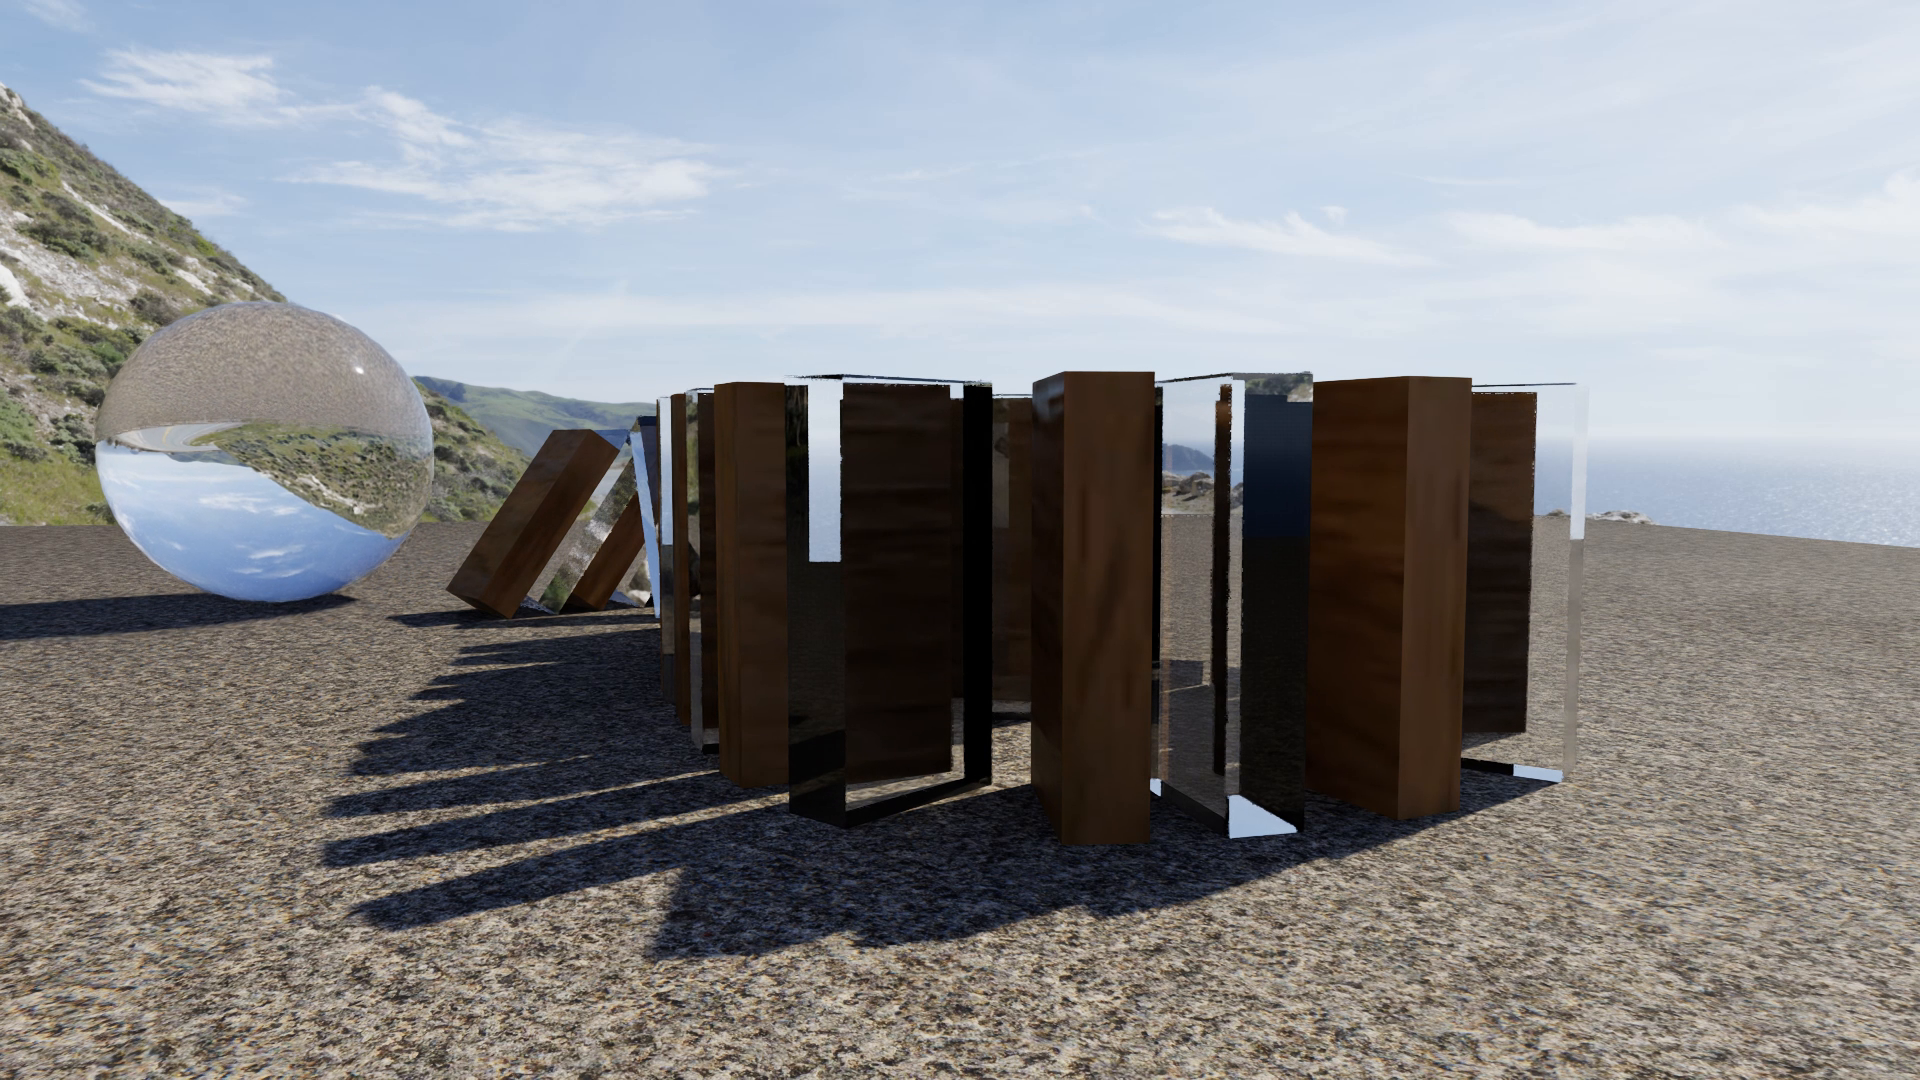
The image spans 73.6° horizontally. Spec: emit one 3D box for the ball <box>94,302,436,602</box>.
[{"bbox_3d":[-0.184,-0.023,0.343,0.080,0.080,0.080,0,4,0],"label":"ball"}]

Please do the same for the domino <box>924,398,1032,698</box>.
[{"bbox_3d":[0.001,0.001,0.220,0.025,0.050,0.009,1,4,11],"label":"domino"}]

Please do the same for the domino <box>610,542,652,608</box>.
[{"bbox_3d":[-0.082,-0.007,0.349,0.009,0.050,0.025,40,-21,-33],"label":"domino"}]

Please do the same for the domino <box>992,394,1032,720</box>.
[{"bbox_3d":[0.000,0.002,0.201,0.025,0.050,0.009,0,4,0],"label":"domino"}]

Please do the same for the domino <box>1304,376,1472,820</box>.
[{"bbox_3d":[0.048,0.006,0.157,0.010,0.050,0.025,-2,5,-25],"label":"domino"}]

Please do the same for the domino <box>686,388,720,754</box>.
[{"bbox_3d":[-0.025,0.004,0.183,0.025,0.050,0.009,-2,5,-21],"label":"domino"}]

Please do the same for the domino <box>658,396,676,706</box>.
[{"bbox_3d":[-0.036,0.001,0.214,0.025,0.050,0.009,-3,5,-34],"label":"domino"}]

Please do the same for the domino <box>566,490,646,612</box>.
[{"bbox_3d":[-0.091,-0.006,0.341,0.010,0.050,0.025,40,-21,-33],"label":"domino"}]

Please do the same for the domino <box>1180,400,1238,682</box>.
[{"bbox_3d":[0.047,0.000,0.240,0.009,0.050,0.025,1,4,11],"label":"domino"}]

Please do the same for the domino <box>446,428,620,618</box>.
[{"bbox_3d":[-0.109,-0.005,0.326,0.010,0.050,0.025,40,-21,-33],"label":"domino"}]

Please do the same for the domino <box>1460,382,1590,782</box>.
[{"bbox_3d":[0.068,0.005,0.171,0.025,0.050,0.010,3,5,35],"label":"domino"}]

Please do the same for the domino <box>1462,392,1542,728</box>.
[{"bbox_3d":[0.073,0.003,0.195,0.025,0.050,0.010,0,4,-3],"label":"domino"}]

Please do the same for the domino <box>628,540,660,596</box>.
[{"bbox_3d":[-0.067,-0.003,0.359,0.050,0.009,0.025,-43,29,-26],"label":"domino"}]

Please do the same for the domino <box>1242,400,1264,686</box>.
[{"bbox_3d":[0.064,0.000,0.229,0.025,0.050,0.009,-3,5,-30],"label":"domino"}]

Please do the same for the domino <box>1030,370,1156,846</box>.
[{"bbox_3d":[0.015,0.007,0.147,0.009,0.050,0.025,0,4,-4],"label":"domino"}]

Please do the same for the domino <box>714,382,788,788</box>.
[{"bbox_3d":[-0.018,0.005,0.167,0.025,0.050,0.010,-2,5,-28],"label":"domino"}]

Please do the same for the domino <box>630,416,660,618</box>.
[{"bbox_3d":[-0.066,-0.006,0.323,0.025,0.050,0.009,-2,-19,-29],"label":"domino"}]

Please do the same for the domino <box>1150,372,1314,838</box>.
[{"bbox_3d":[0.030,0.006,0.150,0.010,0.050,0.025,-1,4,-15],"label":"domino"}]

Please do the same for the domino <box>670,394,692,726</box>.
[{"bbox_3d":[-0.032,0.002,0.201,0.025,0.050,0.010,-1,5,-19],"label":"domino"}]

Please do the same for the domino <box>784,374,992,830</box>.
[{"bbox_3d":[-0.008,0.006,0.152,0.009,0.050,0.025,4,6,42],"label":"domino"}]

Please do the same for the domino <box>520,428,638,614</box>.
[{"bbox_3d":[-0.100,-0.006,0.334,0.009,0.050,0.025,40,-21,-33],"label":"domino"}]

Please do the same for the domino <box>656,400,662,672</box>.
[{"bbox_3d":[-0.043,0.000,0.229,0.009,0.050,0.025,1,4,15],"label":"domino"}]
